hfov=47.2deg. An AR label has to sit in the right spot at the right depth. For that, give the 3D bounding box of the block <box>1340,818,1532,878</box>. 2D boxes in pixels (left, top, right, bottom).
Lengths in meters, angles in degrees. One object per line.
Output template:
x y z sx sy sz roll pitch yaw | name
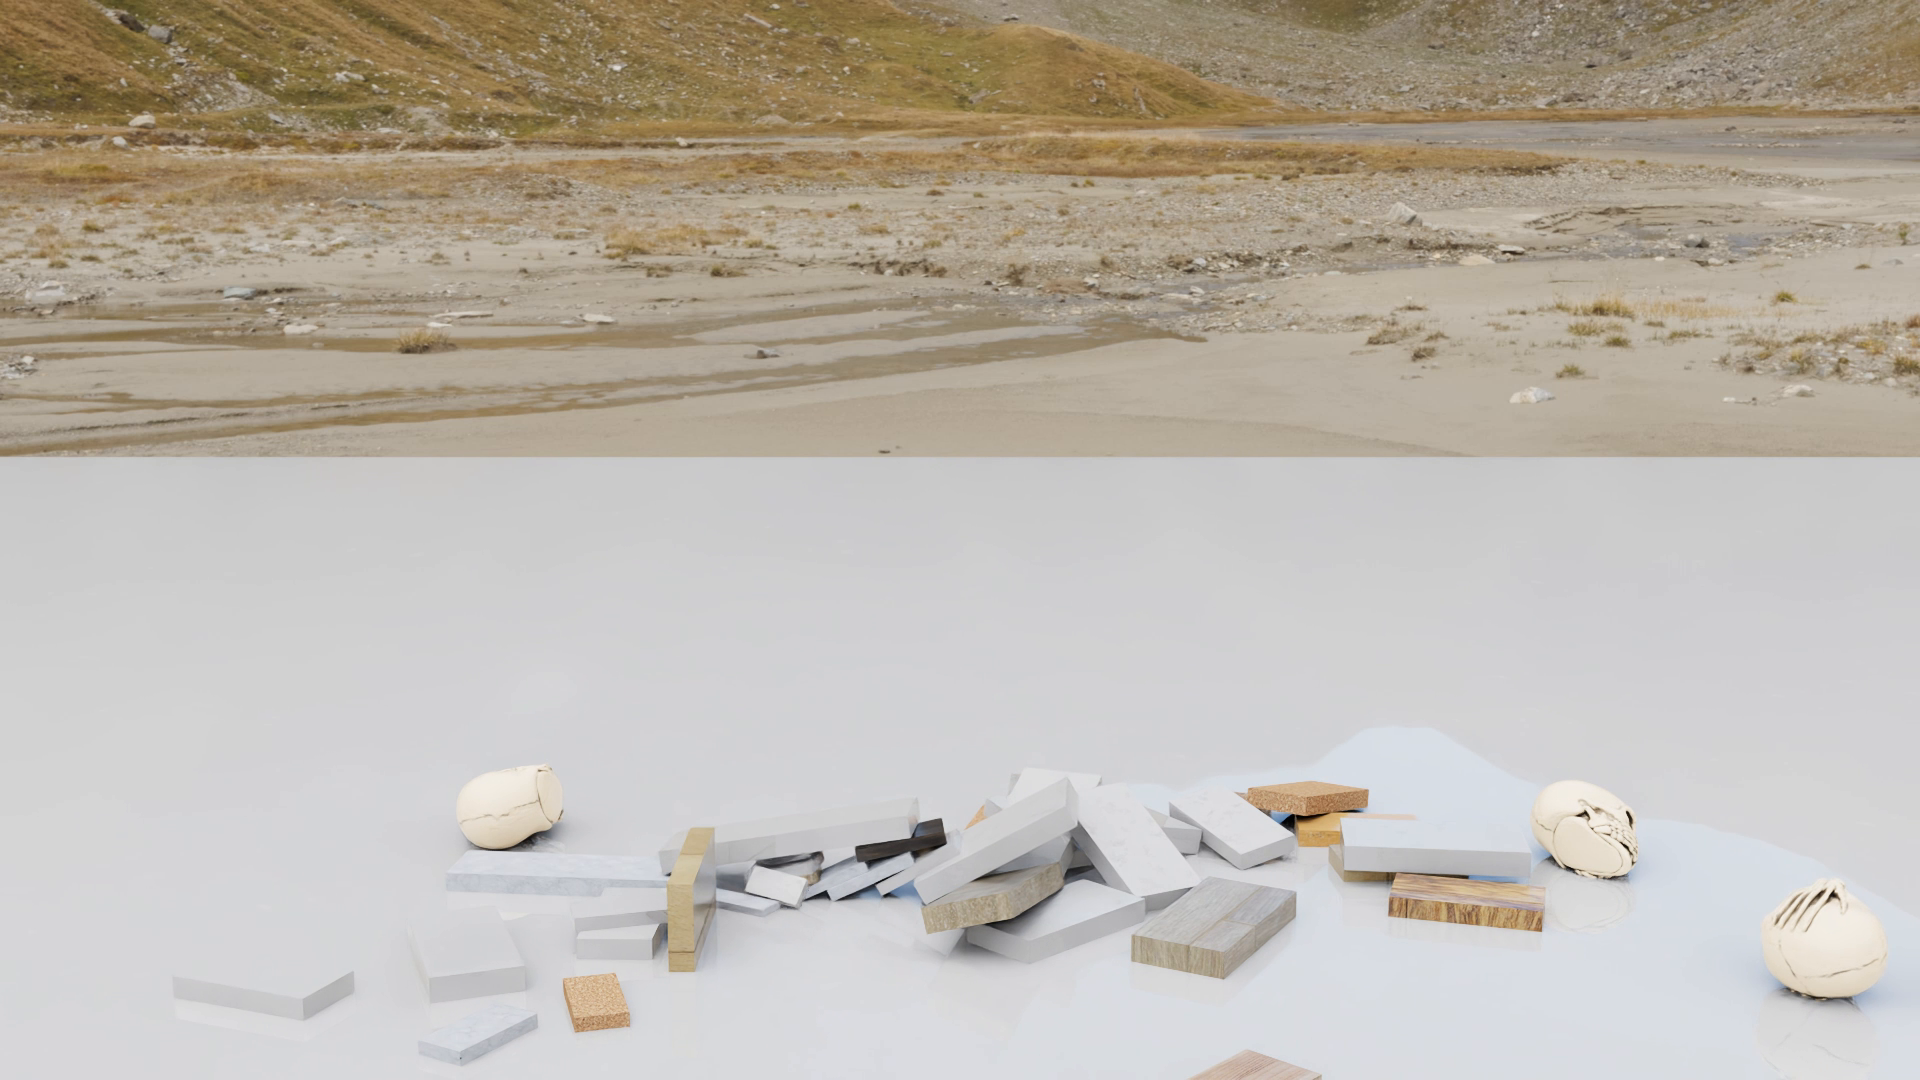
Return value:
0.806 0.523 3.745 0.306 0.043 0.153 1 11 7 | block

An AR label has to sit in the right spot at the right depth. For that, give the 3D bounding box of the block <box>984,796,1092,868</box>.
0.156 0.510 3.872 0.113 0.032 0.225 -2 20 -39 | block

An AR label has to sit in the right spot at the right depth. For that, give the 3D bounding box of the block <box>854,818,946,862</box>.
-0.100 0.499 3.661 0.150 0.021 0.075 -12 10 -1 | block

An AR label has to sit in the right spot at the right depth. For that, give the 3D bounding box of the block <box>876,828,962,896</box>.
-0.068 0.535 3.661 0.150 0.021 0.075 -29 9 9 | block

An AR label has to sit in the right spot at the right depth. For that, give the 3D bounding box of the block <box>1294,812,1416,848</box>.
0.714 0.522 3.952 0.216 0.031 0.108 1 11 4 | block

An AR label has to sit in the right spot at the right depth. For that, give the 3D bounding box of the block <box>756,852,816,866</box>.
-0.288 0.526 3.674 0.095 0.014 0.048 -13 5 14 | block

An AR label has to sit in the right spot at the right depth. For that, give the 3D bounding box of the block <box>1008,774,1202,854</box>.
0.257 0.493 3.980 0.153 0.043 0.375 9 4 -35 | block

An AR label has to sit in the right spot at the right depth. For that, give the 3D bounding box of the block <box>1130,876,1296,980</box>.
0.403 0.607 3.461 0.153 0.043 0.306 6 12 29 | block

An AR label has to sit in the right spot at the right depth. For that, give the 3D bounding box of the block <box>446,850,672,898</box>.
-0.650 0.565 3.712 0.410 0.033 0.117 1 11 6 | block

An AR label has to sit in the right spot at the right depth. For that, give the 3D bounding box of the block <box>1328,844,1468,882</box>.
0.754 0.553 3.784 0.216 0.031 0.108 -1 11 -4 | block

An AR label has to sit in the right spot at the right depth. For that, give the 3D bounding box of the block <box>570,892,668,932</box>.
-0.532 0.585 3.457 0.155 0.022 0.077 -3 11 -16 | block

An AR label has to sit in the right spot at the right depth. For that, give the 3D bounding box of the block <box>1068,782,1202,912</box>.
0.281 0.514 3.686 0.134 0.038 0.268 -6 36 -28 | block

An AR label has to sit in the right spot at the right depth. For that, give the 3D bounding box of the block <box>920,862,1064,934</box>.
0.056 0.564 3.475 0.143 0.040 0.285 -14 -3 18 | block

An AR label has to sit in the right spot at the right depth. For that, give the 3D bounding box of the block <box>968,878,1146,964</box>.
0.155 0.603 3.492 0.268 0.038 0.134 -10 15 -43 | block

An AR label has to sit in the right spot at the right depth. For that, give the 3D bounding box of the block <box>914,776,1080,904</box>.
0.062 0.497 3.648 0.285 0.040 0.143 -29 10 10 | block

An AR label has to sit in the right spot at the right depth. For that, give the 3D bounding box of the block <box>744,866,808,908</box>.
-0.302 0.570 3.615 0.095 0.048 0.014 11 -29 21 | block

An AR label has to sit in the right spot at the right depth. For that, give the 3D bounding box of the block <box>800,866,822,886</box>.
-0.293 0.567 3.658 0.122 0.017 0.061 -15 10 4 | block

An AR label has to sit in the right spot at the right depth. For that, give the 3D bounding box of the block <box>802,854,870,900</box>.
-0.209 0.558 3.658 0.122 0.017 0.061 -25 9 5 | block

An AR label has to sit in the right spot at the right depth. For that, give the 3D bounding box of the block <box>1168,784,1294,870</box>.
0.479 0.506 3.894 0.112 0.032 0.225 -16 25 -24 | block

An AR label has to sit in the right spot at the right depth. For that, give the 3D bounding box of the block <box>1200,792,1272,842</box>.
0.494 0.508 4.028 0.108 0.031 0.216 4 11 20 | block

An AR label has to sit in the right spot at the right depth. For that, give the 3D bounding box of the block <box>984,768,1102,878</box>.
0.136 0.498 3.782 0.143 0.040 0.285 4 32 21 | block

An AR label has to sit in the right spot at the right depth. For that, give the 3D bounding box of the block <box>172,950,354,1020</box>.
-1.025 0.653 3.237 0.233 0.033 0.117 4 11 21 | block

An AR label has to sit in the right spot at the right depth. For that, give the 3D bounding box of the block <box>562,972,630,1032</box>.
-0.527 0.669 3.184 0.077 0.022 0.155 -3 11 -16 | block

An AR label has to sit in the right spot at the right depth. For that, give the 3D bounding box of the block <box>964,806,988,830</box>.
0.071 0.526 3.928 0.112 0.032 0.225 2 11 13 | block

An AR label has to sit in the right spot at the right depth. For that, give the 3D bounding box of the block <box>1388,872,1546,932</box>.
0.826 0.589 3.581 0.241 0.034 0.121 3 11 17 | block

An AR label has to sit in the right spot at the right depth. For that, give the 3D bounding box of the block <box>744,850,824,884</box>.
-0.293 0.547 3.667 0.122 0.017 0.061 -13 10 19 | block

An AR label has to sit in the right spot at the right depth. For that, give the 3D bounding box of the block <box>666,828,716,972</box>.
-0.419 0.560 3.450 0.039 0.139 0.277 0 11 1 | block

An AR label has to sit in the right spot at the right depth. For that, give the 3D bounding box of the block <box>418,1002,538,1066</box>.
-0.672 0.690 3.072 0.077 0.022 0.155 6 12 30 | block

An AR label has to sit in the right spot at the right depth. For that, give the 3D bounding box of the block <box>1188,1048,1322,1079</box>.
0.348 0.726 2.841 0.121 0.034 0.241 10 14 42 | block

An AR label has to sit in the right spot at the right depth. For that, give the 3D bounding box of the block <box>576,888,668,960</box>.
-0.527 0.607 3.489 0.117 0.033 0.233 0 11 2 | block

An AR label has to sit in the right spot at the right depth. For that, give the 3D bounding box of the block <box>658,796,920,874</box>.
-0.284 0.494 3.688 0.422 0.038 0.134 -9 6 7 | block

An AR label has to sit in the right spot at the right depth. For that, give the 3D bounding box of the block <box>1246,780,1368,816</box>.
0.644 0.476 4.060 0.121 0.034 0.241 5 1 38 | block

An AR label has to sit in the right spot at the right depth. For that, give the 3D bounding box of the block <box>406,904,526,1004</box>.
-0.756 0.628 3.354 0.139 0.039 0.277 -4 11 -20 | block

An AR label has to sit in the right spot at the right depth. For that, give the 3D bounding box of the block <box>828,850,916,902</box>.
-0.147 0.550 3.659 0.150 0.021 0.075 -25 10 4 | block

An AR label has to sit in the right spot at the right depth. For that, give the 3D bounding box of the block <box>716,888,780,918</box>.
-0.362 0.595 3.606 0.127 0.014 0.048 6 12 29 | block
